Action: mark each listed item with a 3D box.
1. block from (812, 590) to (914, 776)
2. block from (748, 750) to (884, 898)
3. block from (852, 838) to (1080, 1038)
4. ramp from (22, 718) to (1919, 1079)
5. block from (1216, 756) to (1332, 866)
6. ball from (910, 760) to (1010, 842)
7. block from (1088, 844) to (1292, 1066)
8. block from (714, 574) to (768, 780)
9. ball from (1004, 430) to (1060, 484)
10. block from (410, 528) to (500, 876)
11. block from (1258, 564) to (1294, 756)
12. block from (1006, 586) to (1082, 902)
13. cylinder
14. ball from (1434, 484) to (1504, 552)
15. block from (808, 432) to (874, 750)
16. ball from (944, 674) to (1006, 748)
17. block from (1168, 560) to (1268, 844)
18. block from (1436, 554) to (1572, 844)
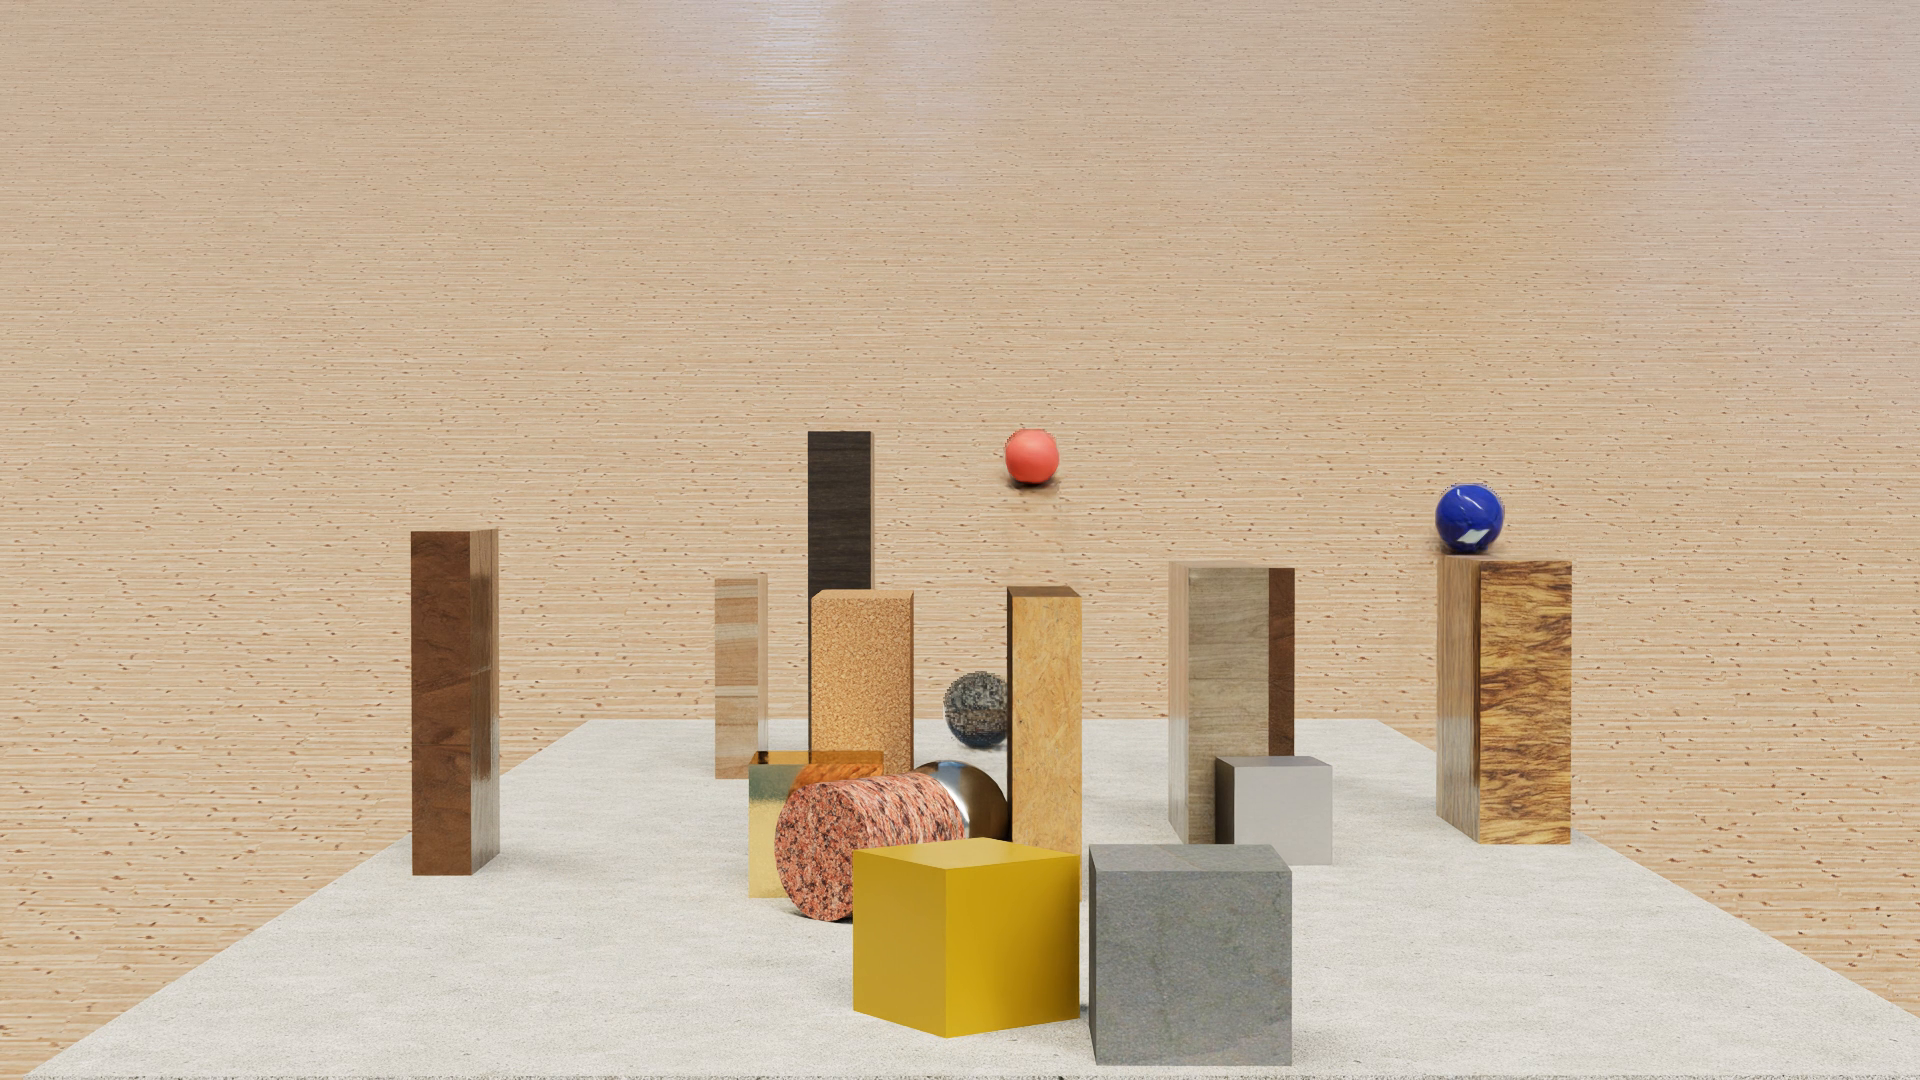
[{"bbox_3d":[-0.150,0.296,4.066,0.149,0.422,0.340,0,1,0],"label":"block"},{"bbox_3d":[-0.209,0.416,3.800,0.192,0.192,0.192,0,1,-1],"label":"block"},{"bbox_3d":[0.006,0.439,2.881,0.181,0.181,0.181,-1,1,-35],"label":"block"},{"bbox_3d":[0.061,0.546,4.582,2.000,0.100,4.000,0,1,0],"label":"ramp"},{"bbox_3d":[0.496,0.428,4.091,0.155,0.155,0.155,0,1,-5],"label":"block"},{"bbox_3d":[-0.019,0.418,3.824,0.186,0.186,0.186,0,27,0],"label":"ball"},{"bbox_3d":[0.239,0.434,2.721,0.199,0.199,0.199,0,1,1],"label":"block"},{"bbox_3d":[-0.452,0.278,5.357,0.087,0.406,0.282,0,1,0],"label":"block"},{"bbox_3d":[0.224,-0.256,8.008,0.169,0.169,0.169,0,27,0],"label":"ball"},{"bbox_3d":[-0.787,0.246,4.036,0.090,0.523,0.245,0,1,0],"label":"block"},{"bbox_3d":[0.586,0.268,5.158,0.133,0.432,0.244,0,1,0],"label":"block"},{"bbox_3d":[0.123,0.293,3.872,0.098,0.434,0.425,0,1,0],"label":"block"},{"bbox_3d":[-0.125,0.423,3.573,0.187,0.187,0.187,25,18,40],"label":"cylinder"},{"bbox_3d":[1.498,-0.063,7.590,0.201,0.201,0.201,0,27,0],"label":"ball"},{"bbox_3d":[-0.251,0.125,5.489,0.131,0.707,0.256,0,1,0],"label":"block"},{"bbox_3d":[0.049,0.387,5.841,0.168,0.168,0.168,0,27,0],"label":"ball"},{"bbox_3d":[0.433,0.270,4.363,0.129,0.460,0.394,0,1,0],"label":"block"},{"bbox_3d":[0.932,0.264,4.446,0.150,0.468,0.390,0,1,0],"label":"block"}]
